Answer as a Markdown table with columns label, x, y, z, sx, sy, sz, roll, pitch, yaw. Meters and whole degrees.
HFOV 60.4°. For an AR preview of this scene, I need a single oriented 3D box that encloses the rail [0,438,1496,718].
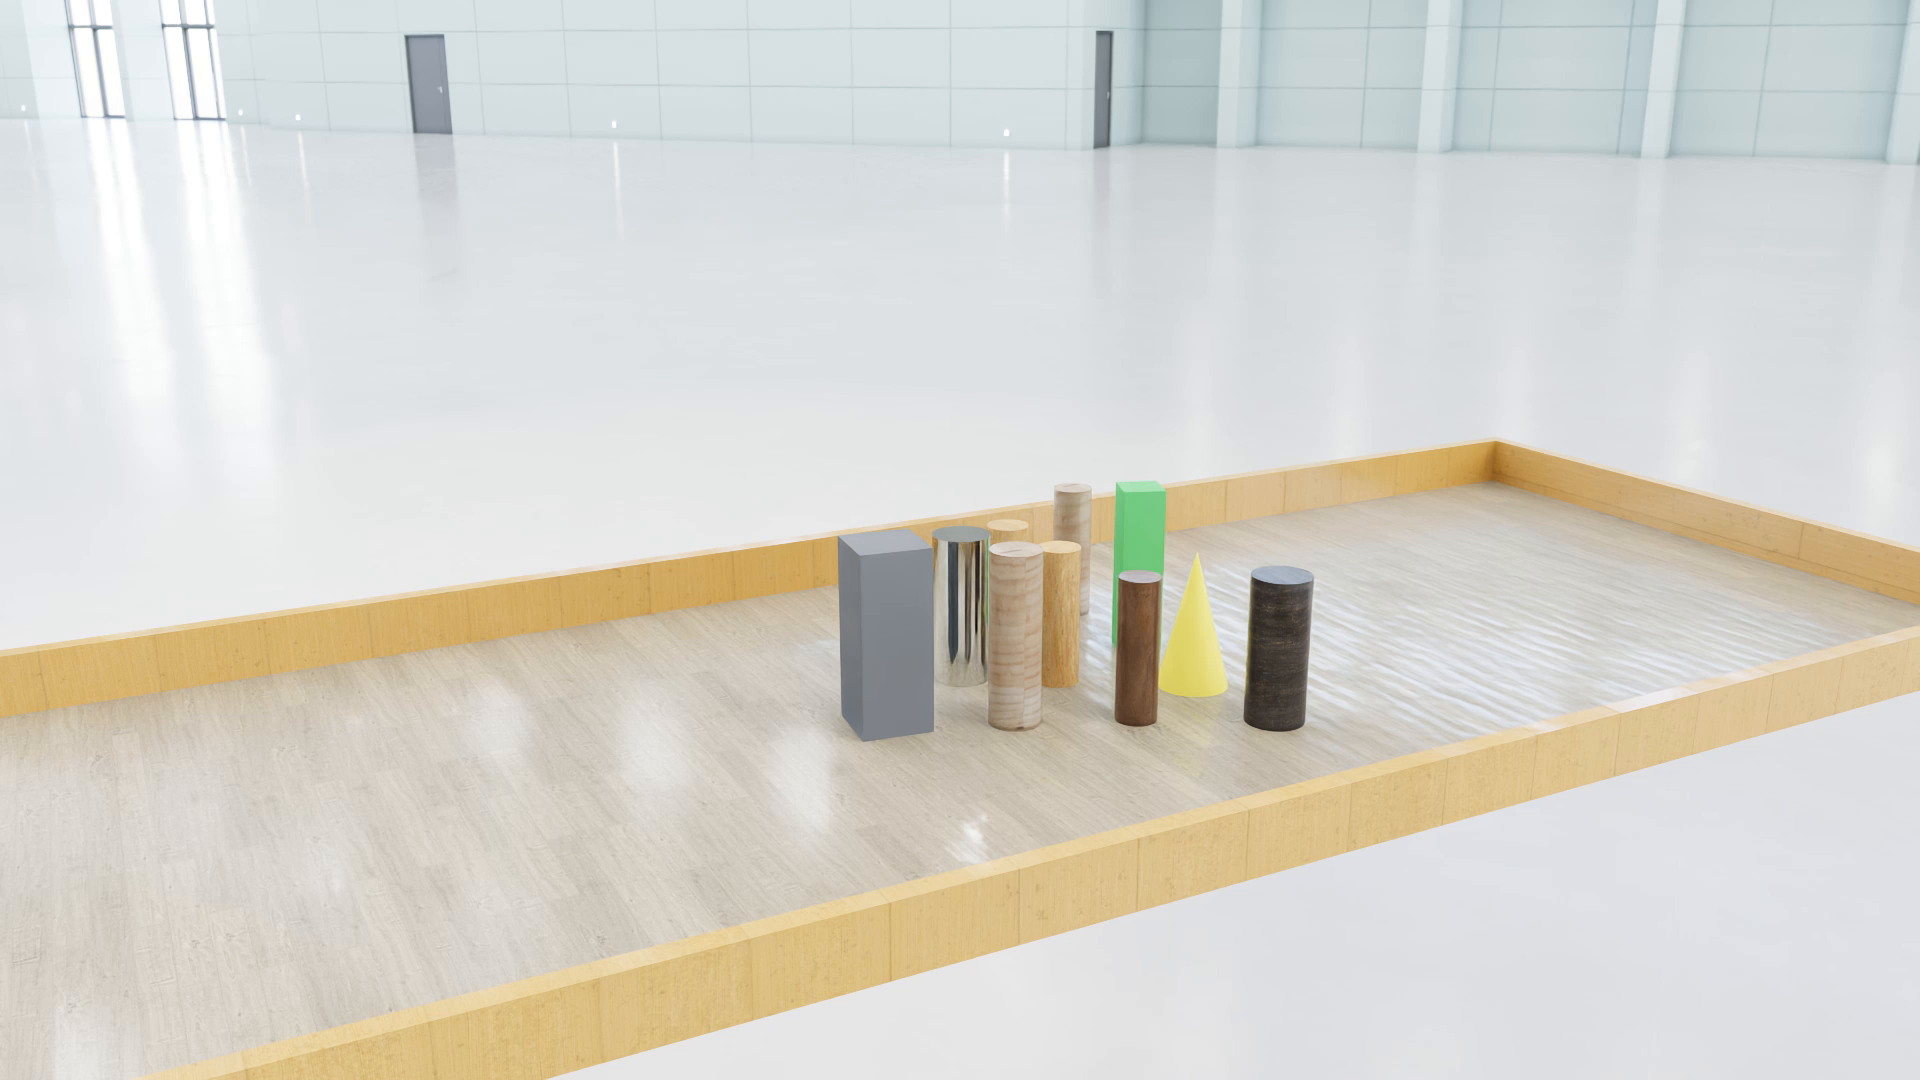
| label | x | y | z | sx | sy | sz | roll | pitch | yaw |
| --- | --- | --- | --- | --- | --- | --- | --- | --- | --- |
| rail | -3.305 | 0.497 | 3.399 | 12.000 | 0.150 | 0.050 | -9 | 18 | -27 |

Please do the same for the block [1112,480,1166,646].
| label | x | y | z | sx | sy | sz | roll | pitch | yaw |
| --- | --- | --- | --- | --- | --- | --- | --- | --- | --- |
| block | 0.468 | 0.073 | 4.327 | 0.109 | 0.440 | 0.109 | -2 | 16 | -7 |

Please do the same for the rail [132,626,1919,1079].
| label | x | y | z | sx | sy | sz | roll | pitch | yaw |
| --- | --- | --- | --- | --- | --- | --- | --- | --- | --- |
| rail | -2.336 | 1.006 | 1.665 | 12.000 | 0.150 | 0.050 | -9 | 18 | -27 |

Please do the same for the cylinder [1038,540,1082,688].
| label | x | y | z | sx | sy | sz | roll | pitch | yaw |
| --- | --- | --- | --- | --- | --- | --- | --- | --- | --- |
| cylinder | 0.244 | 0.185 | 4.105 | 0.108 | 0.350 | 0.108 | 0 | 16 | 0 |

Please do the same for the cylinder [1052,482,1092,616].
| label | x | y | z | sx | sy | sz | roll | pitch | yaw |
| --- | --- | --- | --- | --- | --- | --- | --- | --- | --- |
| cylinder | 0.312 | 0.028 | 4.621 | 0.106 | 0.361 | 0.106 | 0 | 16 | 0 |

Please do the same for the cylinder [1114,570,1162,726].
| label | x | y | z | sx | sy | sz | roll | pitch | yaw |
| --- | --- | --- | --- | --- | --- | --- | --- | --- | --- |
| cylinder | 0.417 | 0.254 | 3.864 | 0.101 | 0.354 | 0.101 | 0 | 16 | 0 |

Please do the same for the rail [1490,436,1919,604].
| label | x | y | z | sx | sy | sz | roll | pitch | yaw |
| --- | --- | --- | --- | --- | --- | --- | --- | --- | --- |
| rail | 2.466 | -0.048 | 5.253 | 0.050 | 0.150 | 2.100 | -9 | 18 | -27 |

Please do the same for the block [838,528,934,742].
| label | x | y | z | sx | sy | sz | roll | pitch | yaw |
| --- | --- | --- | --- | --- | --- | --- | --- | --- | --- |
| block | -0.171 | 0.218 | 3.823 | 0.173 | 0.446 | 0.173 | -6 | 17 | -20 |

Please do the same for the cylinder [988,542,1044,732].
| label | x | y | z | sx | sy | sz | roll | pitch | yaw |
| --- | --- | --- | --- | --- | --- | --- | --- | --- | --- |
| cylinder | 0.129 | 0.225 | 3.836 | 0.125 | 0.425 | 0.125 | 0 | 16 | 0 |

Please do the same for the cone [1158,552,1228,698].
| label | x | y | z | sx | sy | sz | roll | pitch | yaw |
| --- | --- | --- | --- | --- | --- | --- | --- | --- | --- |
| cone | 0.581 | 0.194 | 4.081 | 0.180 | 0.347 | 0.180 | 0 | 16 | 0 |

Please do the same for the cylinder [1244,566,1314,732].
| label | x | y | z | sx | sy | sz | roll | pitch | yaw |
| --- | --- | --- | --- | --- | --- | --- | --- | --- | --- |
| cylinder | 0.744 | 0.253 | 3.855 | 0.144 | 0.360 | 0.144 | 0 | 16 | 0 |

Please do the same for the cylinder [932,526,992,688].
| label | x | y | z | sx | sy | sz | roll | pitch | yaw |
| --- | --- | --- | --- | --- | --- | --- | --- | --- | --- |
| cylinder | 0.004 | 0.165 | 4.125 | 0.147 | 0.376 | 0.147 | 0 | 16 | 0 |

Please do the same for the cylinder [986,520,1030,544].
| label | x | y | z | sx | sy | sz | roll | pitch | yaw |
| --- | --- | --- | --- | --- | --- | --- | --- | --- | --- |
| cylinder | 0.126 | 0.119 | 4.367 | 0.111 | 0.329 | 0.111 | 0 | 16 | 0 |
